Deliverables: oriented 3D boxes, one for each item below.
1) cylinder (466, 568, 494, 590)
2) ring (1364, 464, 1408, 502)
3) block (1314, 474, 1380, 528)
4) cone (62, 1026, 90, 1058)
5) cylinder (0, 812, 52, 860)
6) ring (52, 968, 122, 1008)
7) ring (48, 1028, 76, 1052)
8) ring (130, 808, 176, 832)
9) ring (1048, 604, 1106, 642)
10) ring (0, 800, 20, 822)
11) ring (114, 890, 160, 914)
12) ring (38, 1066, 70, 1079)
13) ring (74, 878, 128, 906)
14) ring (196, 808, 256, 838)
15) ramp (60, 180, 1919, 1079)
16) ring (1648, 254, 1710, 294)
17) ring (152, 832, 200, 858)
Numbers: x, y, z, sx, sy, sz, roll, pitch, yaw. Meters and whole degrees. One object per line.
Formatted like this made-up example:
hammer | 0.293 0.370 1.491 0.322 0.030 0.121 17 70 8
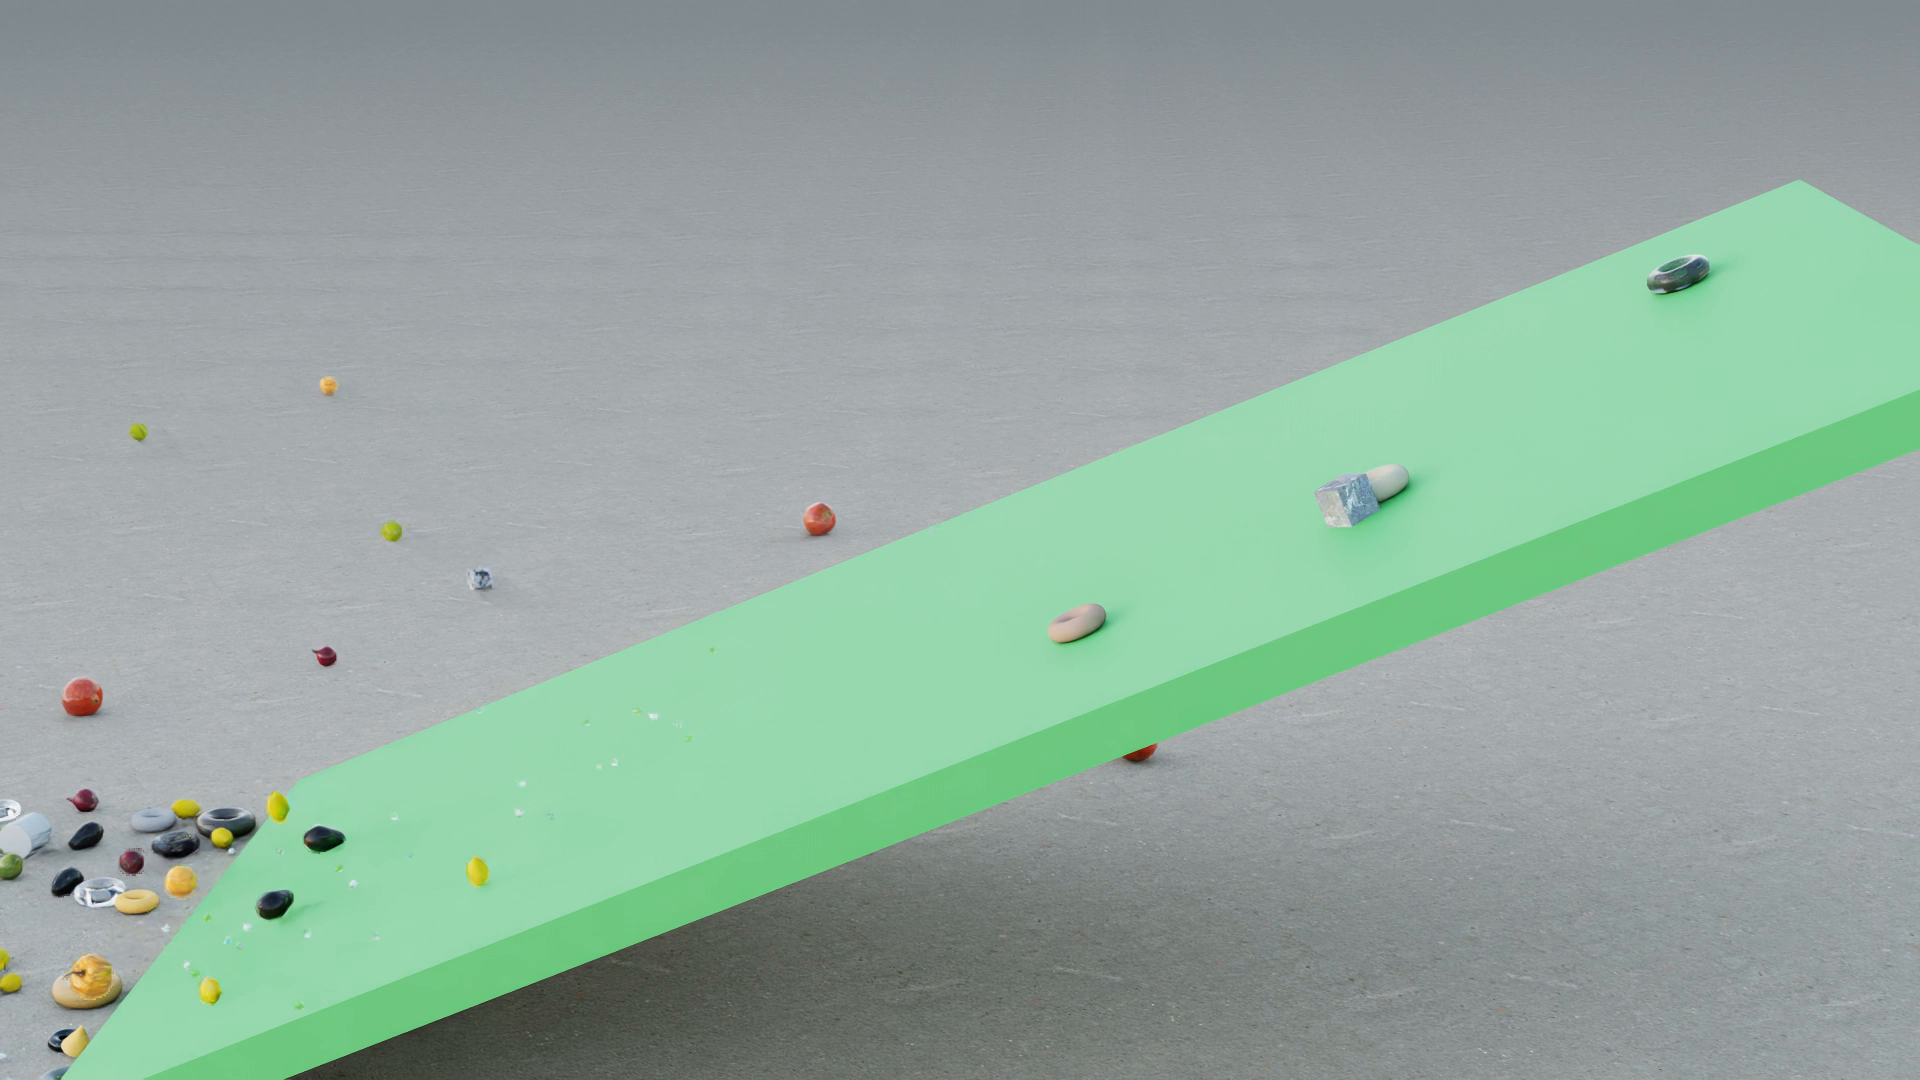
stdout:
cylinder | -1.575 0.127 9.649 0.065 0.065 0.065 -9 17 -32
ring | 0.829 -0.109 5.849 0.136 0.045 0.136 -24 11 5
block | 0.758 -0.078 5.767 0.078 0.078 0.078 -30 14 -27
cone | -1.826 1.028 6.098 0.063 0.063 0.063 17 31 -10
cylinder | -2.304 0.730 7.250 0.090 0.090 0.090 4 15 16
ring | -1.895 0.973 6.385 0.150 0.050 0.150 1 15 0
ring | -1.868 1.045 6.147 0.077 0.026 0.077 -1 18 0
ring | -2.039 0.708 7.440 0.112 0.037 0.112 -1 14 0
ring | 0.231 0.164 5.803 0.122 0.041 0.122 -24 11 5
ring | -2.452 0.691 7.512 0.104 0.035 0.104 -1 15 0
ring | -1.931 0.849 6.900 0.101 0.034 0.101 1 13 0
ring | -1.795 1.096 5.920 0.126 0.042 0.126 -1 14 0
ring | -2.030 0.832 6.950 0.124 0.041 0.124 1 14 0
ring | -1.847 0.712 7.402 0.148 0.049 0.148 1 13 0
ramp | 0.128 0.172 6.287 4.000 0.100 2.000 -22 12 8
ring | 1.581 -0.585 6.475 0.143 0.048 0.143 -24 12 5
ring | -1.937 0.752 7.266 0.116 0.039 0.116 1 15 0
